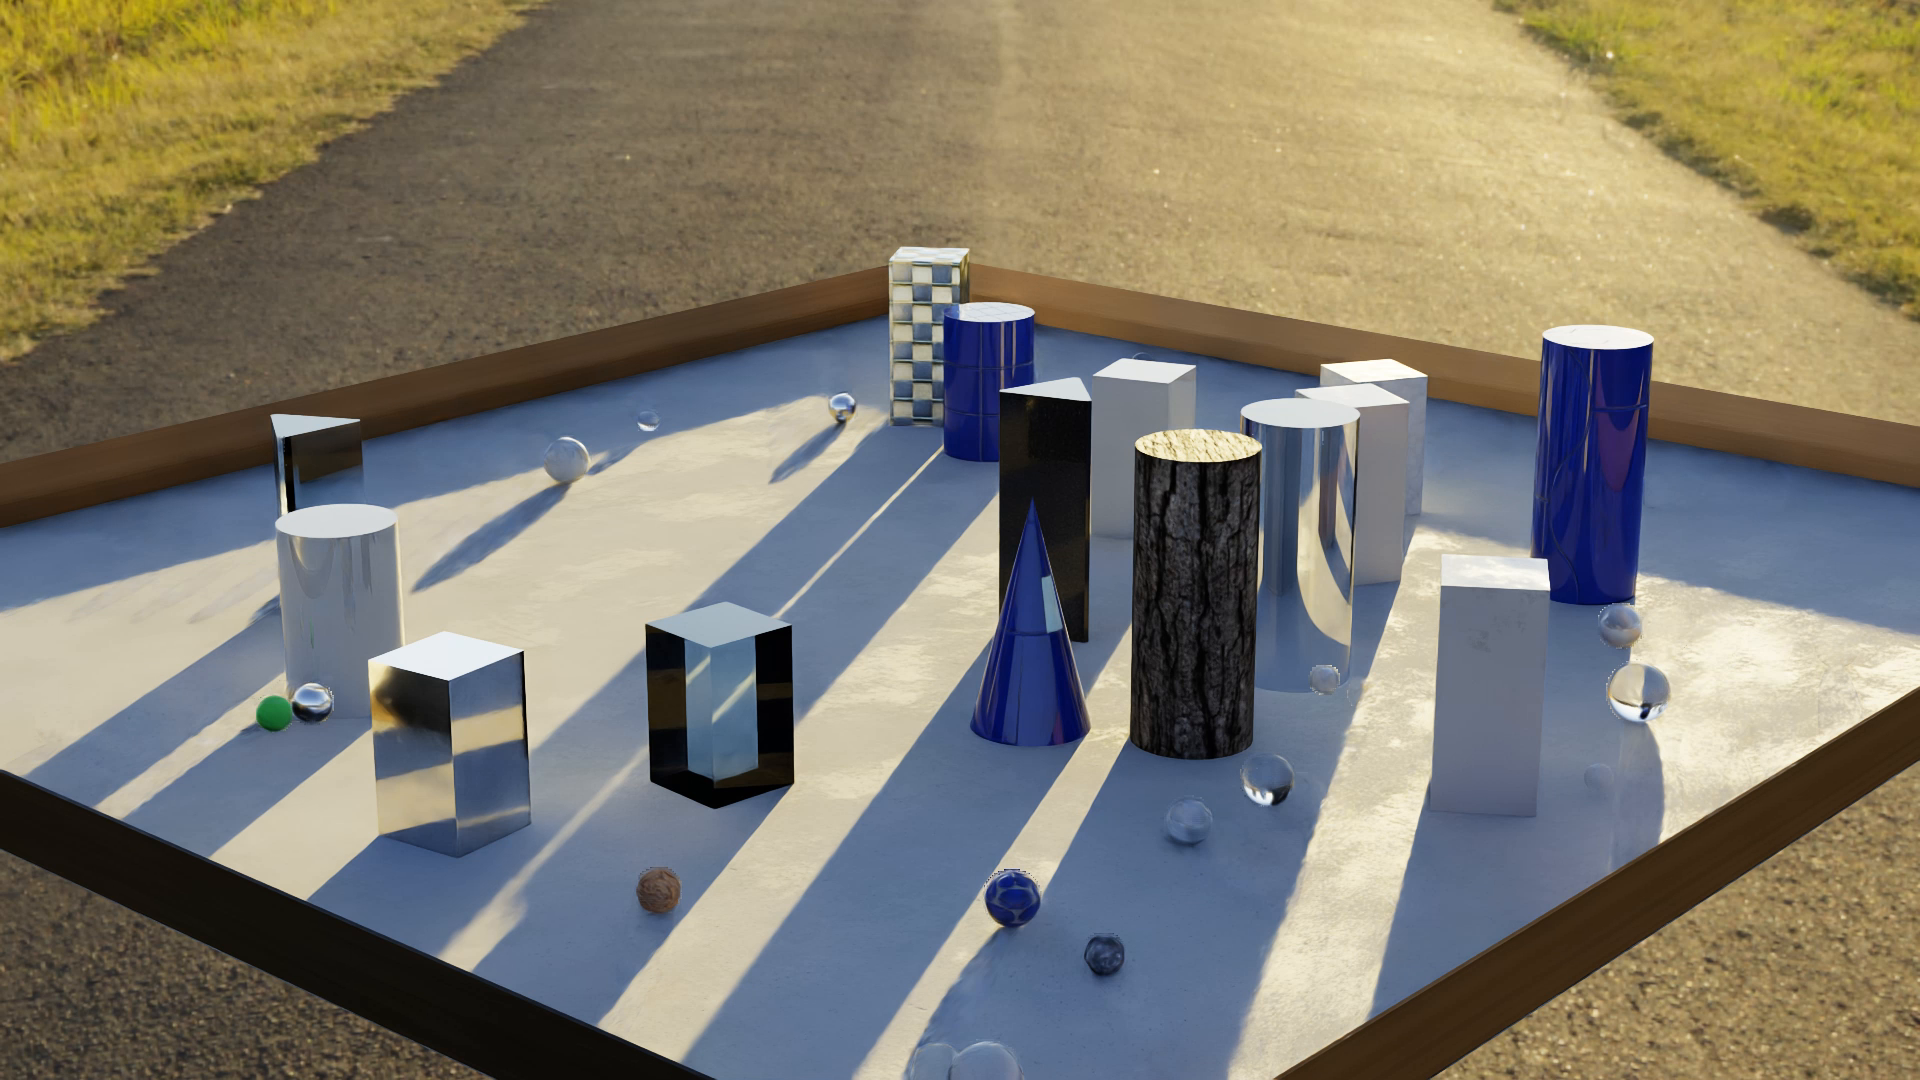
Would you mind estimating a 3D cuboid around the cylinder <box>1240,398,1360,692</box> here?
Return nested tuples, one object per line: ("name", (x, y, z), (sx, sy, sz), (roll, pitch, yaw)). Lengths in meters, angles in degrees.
("cylinder", (0.534, 0.008, 4.661), (0.186, 0.433, 0.186), (0, 17, 0))

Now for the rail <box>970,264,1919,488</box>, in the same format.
("rail", (1.126, -0.345, 6.362), (3.230, 0.121, 0.045), (14, 22, 39))

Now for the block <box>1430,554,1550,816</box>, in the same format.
("block", (0.752, 0.206, 4.173), (0.149, 0.336, 0.149), (3, 17, 9))

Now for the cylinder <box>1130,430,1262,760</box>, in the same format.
("cylinder", (0.350, 0.080, 4.377), (0.186, 0.458, 0.186), (0, 17, 0))

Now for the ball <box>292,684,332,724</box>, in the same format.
("ball", (-0.991, 0.250, 4.486), (0.061, 0.061, 0.061), (0, 17, 0))

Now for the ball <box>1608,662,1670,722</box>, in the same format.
("ball", (1.043, 0.234, 4.498), (0.093, 0.093, 0.093), (0, 17, 0))

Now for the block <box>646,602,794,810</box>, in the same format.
("block", (-0.346, 0.237, 4.232), (0.149, 0.243, 0.149), (-15, 23, -41))

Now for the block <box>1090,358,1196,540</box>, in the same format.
("block", (0.342, -0.168, 5.462), (0.149, 0.304, 0.149), (7, 18, 23))

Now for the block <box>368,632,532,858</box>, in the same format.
("block", (-0.705, 0.281, 4.058), (0.149, 0.258, 0.149), (11, 20, 32))

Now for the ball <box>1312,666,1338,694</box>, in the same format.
("ball", (0.574, 0.220, 4.614), (0.042, 0.042, 0.042), (0, 17, 0))

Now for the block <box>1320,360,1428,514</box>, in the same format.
("block", (0.786, -0.193, 5.606), (0.149, 0.269, 0.149), (-6, 18, -19))

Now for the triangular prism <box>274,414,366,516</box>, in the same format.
("triangular prism", (-1.116, -0.039, 4.982), (0.140, 0.336, 0.161), (16, 23, 42))

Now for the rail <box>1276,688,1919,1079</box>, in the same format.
("rail", (1.201, 0.332, 4.123), (0.045, 0.121, 3.482), (14, 22, 39))

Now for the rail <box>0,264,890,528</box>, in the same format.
("rail", (-1.201, -0.272, 6.119), (0.045, 0.121, 3.482), (14, 22, 39))

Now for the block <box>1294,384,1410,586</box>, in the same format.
("block", (0.688, -0.097, 5.194), (0.149, 0.324, 0.149), (-6, 18, -18))

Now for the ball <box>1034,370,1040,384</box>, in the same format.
("ball", (0.150, -0.359, 6.529), (0.052, 0.052, 0.052), (0, 17, 0))

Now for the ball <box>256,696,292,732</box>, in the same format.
("ball", (-1.045, 0.264, 4.466), (0.054, 0.054, 0.054), (0, 17, 0))

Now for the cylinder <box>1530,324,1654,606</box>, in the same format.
("cylinder", (1.092, -0.131, 5.084), (0.186, 0.453, 0.186), (0, 17, 0))

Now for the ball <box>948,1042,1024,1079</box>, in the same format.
("ball", (0.029, 0.605, 3.284), (0.086, 0.086, 0.086), (0, 17, 0))

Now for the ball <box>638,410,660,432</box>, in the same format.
("ball", (-0.656, -0.251, 6.182), (0.046, 0.046, 0.046), (0, 17, 0))

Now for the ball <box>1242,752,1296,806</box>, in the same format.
("ball", (0.439, 0.341, 4.176), (0.075, 0.075, 0.075), (0, 17, 0))

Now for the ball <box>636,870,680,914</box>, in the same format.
("ball", (-0.393, 0.458, 3.822), (0.057, 0.057, 0.057), (0, 17, 0))

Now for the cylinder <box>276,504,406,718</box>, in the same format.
("cylinder", (-0.962, 0.109, 4.569), (0.186, 0.291, 0.186), (0, 17, 0))

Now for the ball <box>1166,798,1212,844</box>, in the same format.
("ball", (0.317, 0.388, 4.041), (0.064, 0.064, 0.064), (0, 17, 0))

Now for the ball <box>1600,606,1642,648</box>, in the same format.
("ball", (1.091, 0.143, 4.841), (0.070, 0.070, 0.070), (0, 17, 0))

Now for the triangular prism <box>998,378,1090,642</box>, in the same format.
("triangular prism", (0.166, -0.056, 4.903), (0.161, 0.413, 0.140), (8, 18, 24))

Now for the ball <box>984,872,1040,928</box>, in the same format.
("ball", (0.068, 0.463, 3.779), (0.072, 0.072, 0.072), (0, 17, 0))

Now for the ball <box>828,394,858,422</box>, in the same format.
("ball", (-0.251, -0.281, 6.254), (0.062, 0.062, 0.062), (0, 17, 0))

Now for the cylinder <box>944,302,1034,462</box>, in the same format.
("cylinder", (0.059, -0.324, 6.002), (0.186, 0.291, 0.186), (0, 17, 0))

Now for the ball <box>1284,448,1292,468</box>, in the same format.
("ball", (0.673, -0.165, 5.908), (0.042, 0.042, 0.042), (0, 17, 0))

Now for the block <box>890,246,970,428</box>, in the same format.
("block", (-0.064, -0.432, 6.245), (0.149, 0.357, 0.149), (2, 17, 8))

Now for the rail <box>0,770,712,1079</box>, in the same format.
("rail", (-1.126, 0.406, 3.880), (3.230, 0.121, 0.045), (14, 22, 39))

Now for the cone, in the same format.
("cone", (0.109, 0.109, 4.443), (0.186, 0.365, 0.186), (0, 17, 0))

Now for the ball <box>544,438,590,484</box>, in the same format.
("ball", (-0.777, -0.157, 5.794), (0.091, 0.091, 0.091), (0, 17, 0))

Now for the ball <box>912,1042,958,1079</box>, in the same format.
("ball", (-0.024, 0.603, 3.335), (0.061, 0.061, 0.061), (0, 17, 0))

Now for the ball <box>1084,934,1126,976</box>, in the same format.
("ball", (0.180, 0.515, 3.643), (0.050, 0.050, 0.050), (0, 17, 0))
